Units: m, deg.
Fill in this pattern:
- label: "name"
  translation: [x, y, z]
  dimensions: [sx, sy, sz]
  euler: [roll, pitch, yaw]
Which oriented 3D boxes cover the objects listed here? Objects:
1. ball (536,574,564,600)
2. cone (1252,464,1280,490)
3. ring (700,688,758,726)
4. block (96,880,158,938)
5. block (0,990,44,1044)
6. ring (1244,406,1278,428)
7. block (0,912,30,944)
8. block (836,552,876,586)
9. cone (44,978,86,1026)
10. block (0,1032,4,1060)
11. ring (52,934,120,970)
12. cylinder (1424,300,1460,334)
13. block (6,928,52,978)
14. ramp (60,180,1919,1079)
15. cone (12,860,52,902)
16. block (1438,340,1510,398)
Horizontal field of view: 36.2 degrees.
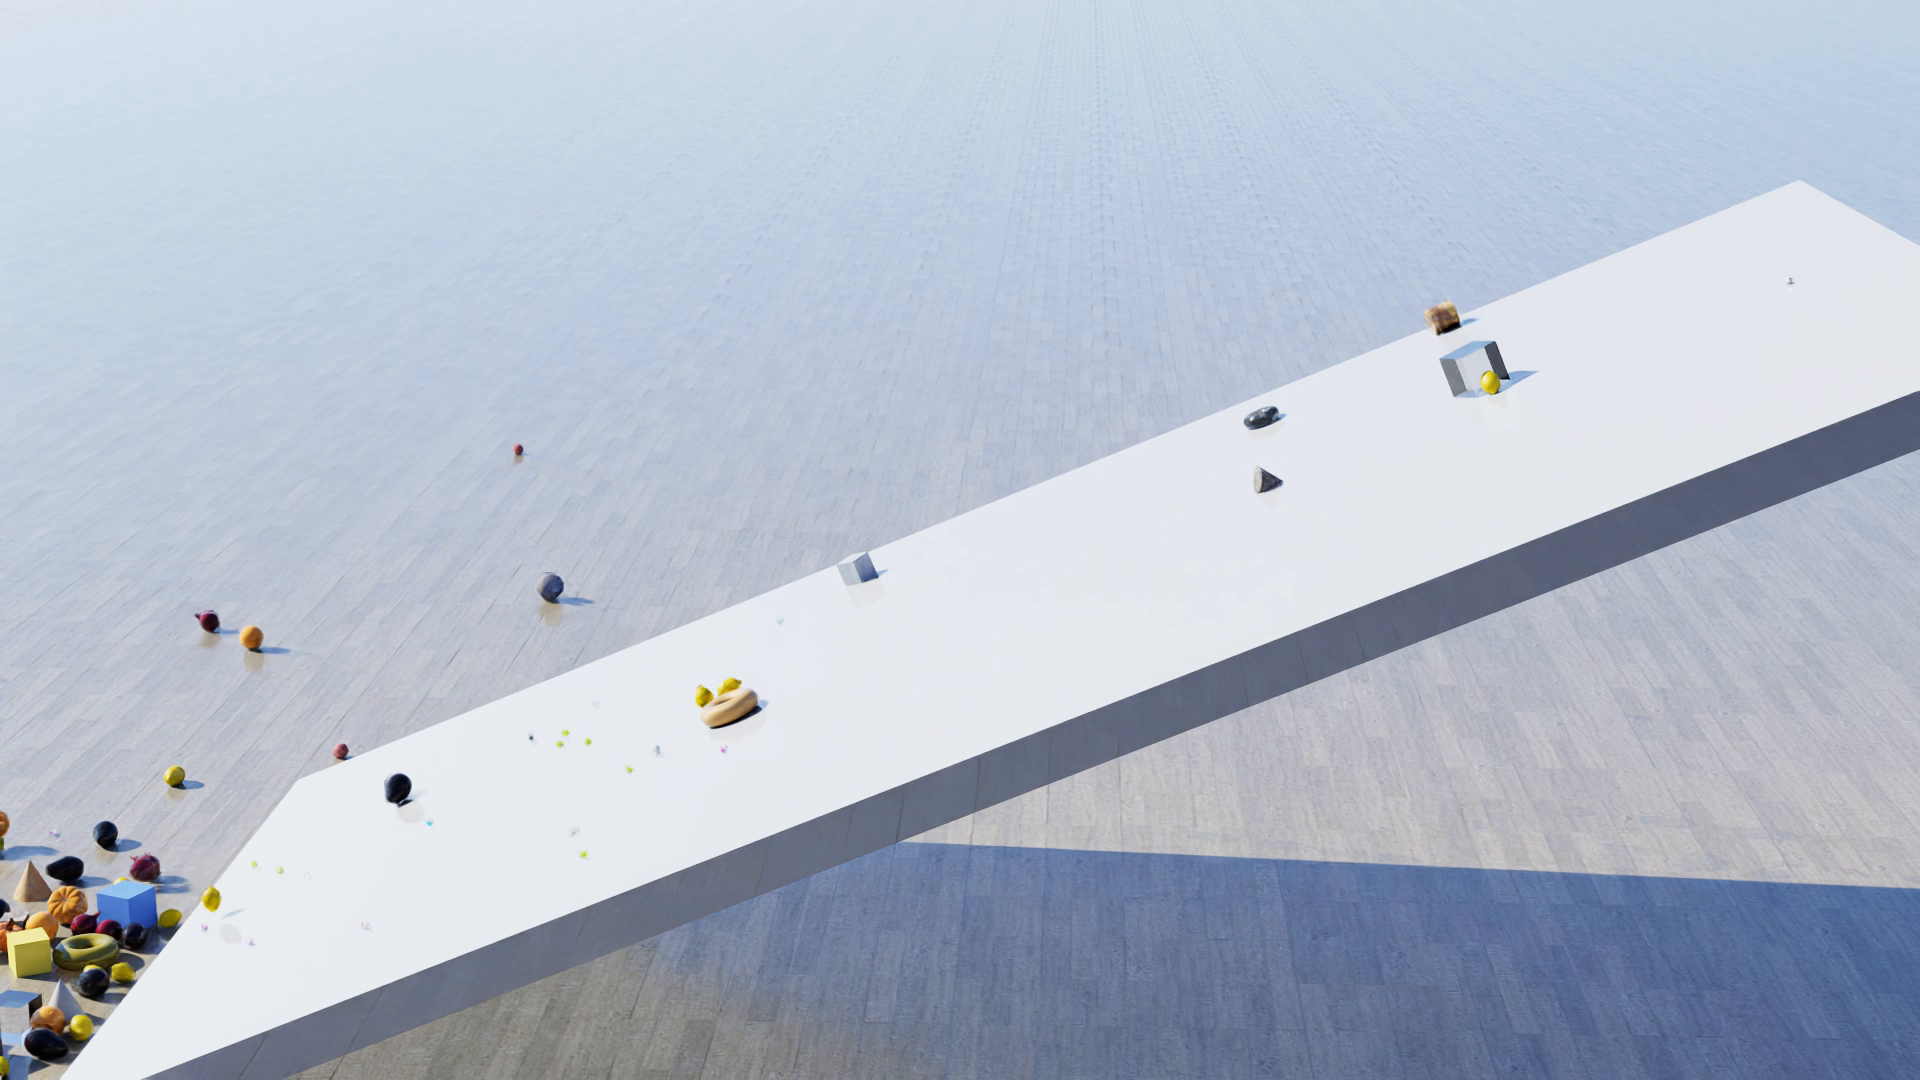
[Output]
- label: "ball"
  translation: [-1.327, 0.150, 9.516]
  dimensions: [0.087, 0.087, 0.087]
  euler: [0, 14, 0]
- label: "cone"
  translation: [0.662, -0.128, 6.276]
  dimensions: [0.059, 0.059, 0.059]
  euler: [15, 7, -25]
- label: "ring"
  translation: [-0.494, 0.358, 6.300]
  dimensions: [0.132, 0.044, 0.132]
  euler: [-23, 11, 5]
- label: "block"
  translation: [-1.919, 0.849, 6.776]
  dimensions: [0.092, 0.092, 0.092]
  euler: [7, 16, 25]
- label: "block"
  translation: [-1.989, 1.004, 6.190]
  dimensions: [0.082, 0.082, 0.082]
  euler: [4, 15, 15]
- label: "ring"
  translation: [0.703, -0.286, 6.865]
  dimensions: [0.089, 0.030, 0.089]
  euler: [-23, 11, 5]
- label: "block"
  translation: [-2.156, 0.885, 6.712]
  dimensions: [0.054, 0.054, 0.054]
  euler: [-1, 14, -4]
- label: "block"
  translation: [-0.247, 0.069, 7.035]
  dimensions: [0.058, 0.058, 0.058]
  euler: [-11, 17, 44]
- label: "cone"
  translation: [-1.916, 0.977, 6.275]
  dimensions: [0.092, 0.092, 0.092]
  euler: [0, 14, 0]
- label: "block"
  translation: [-2.028, 1.041, 6.067]
  dimensions: [0.071, 0.071, 0.071]
  euler: [11, 18, 36]
- label: "ring"
  translation: [-1.954, 0.922, 6.578]
  dimensions: [0.148, 0.049, 0.148]
  euler: [-1, 13, 0]
- label: "cylinder"
  translation: [1.147, -0.530, 7.003]
  dimensions: [0.063, 0.063, 0.063]
  euler: [-24, 18, -5]
- label: "block"
  translation: [-2.069, 0.917, 6.540]
  dimensions: [0.077, 0.077, 0.077]
  euler: [-8, 16, -28]
- label: "ramp"
  translation: [0.127, 0.172, 6.287]
  dimensions: [4.000, 0.100, 2.000]
  euler: [-22, 12, 8]
- label: "cone"
  translation: [-2.202, 0.800, 6.972]
  dimensions: [0.091, 0.091, 0.091]
  euler: [0, 14, 0]
- label: "block"
  translation: [1.106, -0.367, 6.321]
  dimensions: [0.092, 0.092, 0.092]
  euler: [-27, 13, -18]
